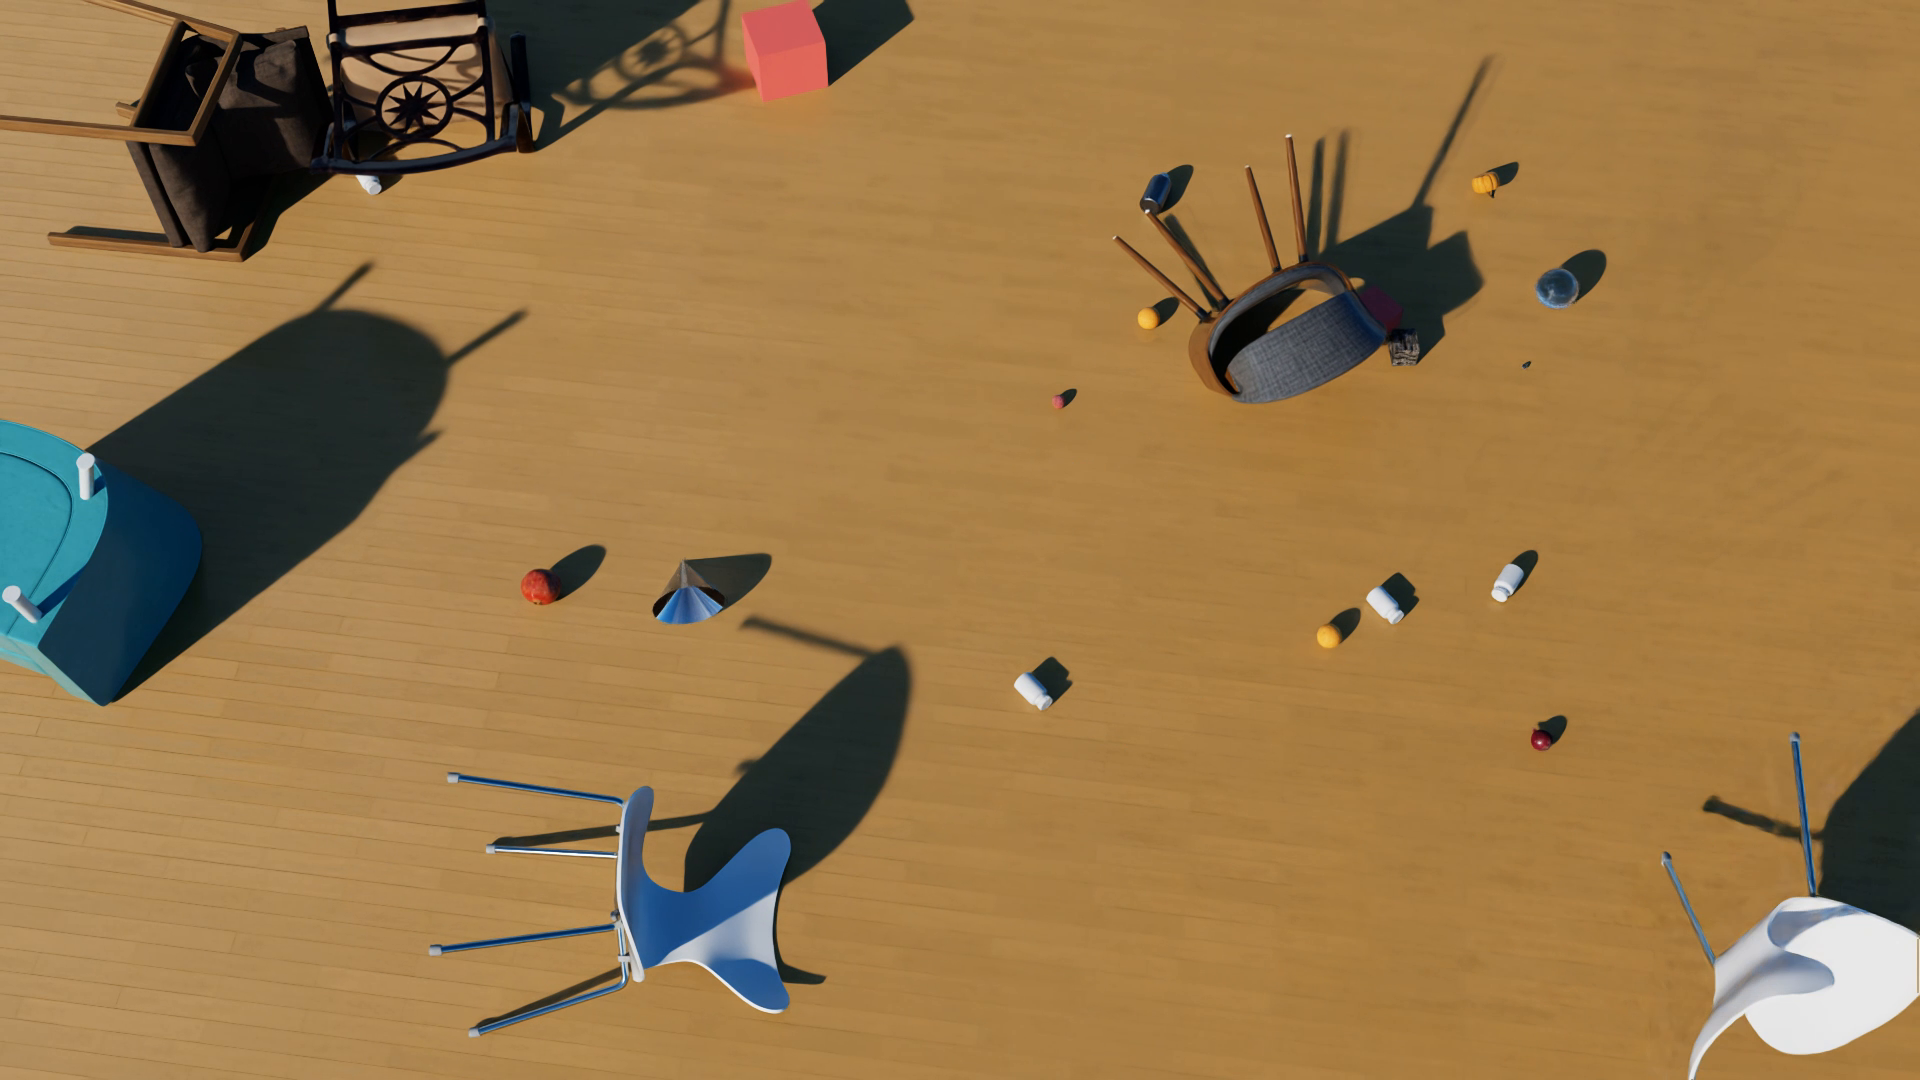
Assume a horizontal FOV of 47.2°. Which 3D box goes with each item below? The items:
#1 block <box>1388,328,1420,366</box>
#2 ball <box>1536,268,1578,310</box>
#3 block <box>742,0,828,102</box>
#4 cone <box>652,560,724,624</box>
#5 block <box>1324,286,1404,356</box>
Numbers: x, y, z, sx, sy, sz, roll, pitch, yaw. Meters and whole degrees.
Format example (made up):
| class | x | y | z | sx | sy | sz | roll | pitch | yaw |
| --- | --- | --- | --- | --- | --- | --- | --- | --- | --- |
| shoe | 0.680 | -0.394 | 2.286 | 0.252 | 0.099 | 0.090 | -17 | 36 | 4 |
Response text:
| class | x | y | z | sx | sy | sz | roll | pitch | yaw |
| --- | --- | --- | --- | --- | --- | --- | --- | --- | --- |
| block | 1.400 | -0.607 | 6.934 | 0.075 | 0.079 | 0.086 | -1 | 56 | -1 |
| ball | 1.911 | -0.803 | 7.034 | 0.131 | 0.131 | 0.131 | 0 | 56 | 0 |
| block | -0.603 | -1.687 | 7.578 | 0.235 | 0.212 | 0.220 | -16 | 58 | -10 |
| cone | -0.805 | 0.125 | 6.452 | 0.212 | 0.135 | 0.214 | -11 | 39 | -5 |
| block | 1.285 | -0.696 | 6.993 | 0.207 | 0.081 | 0.130 | -35 | 63 | -21 |
